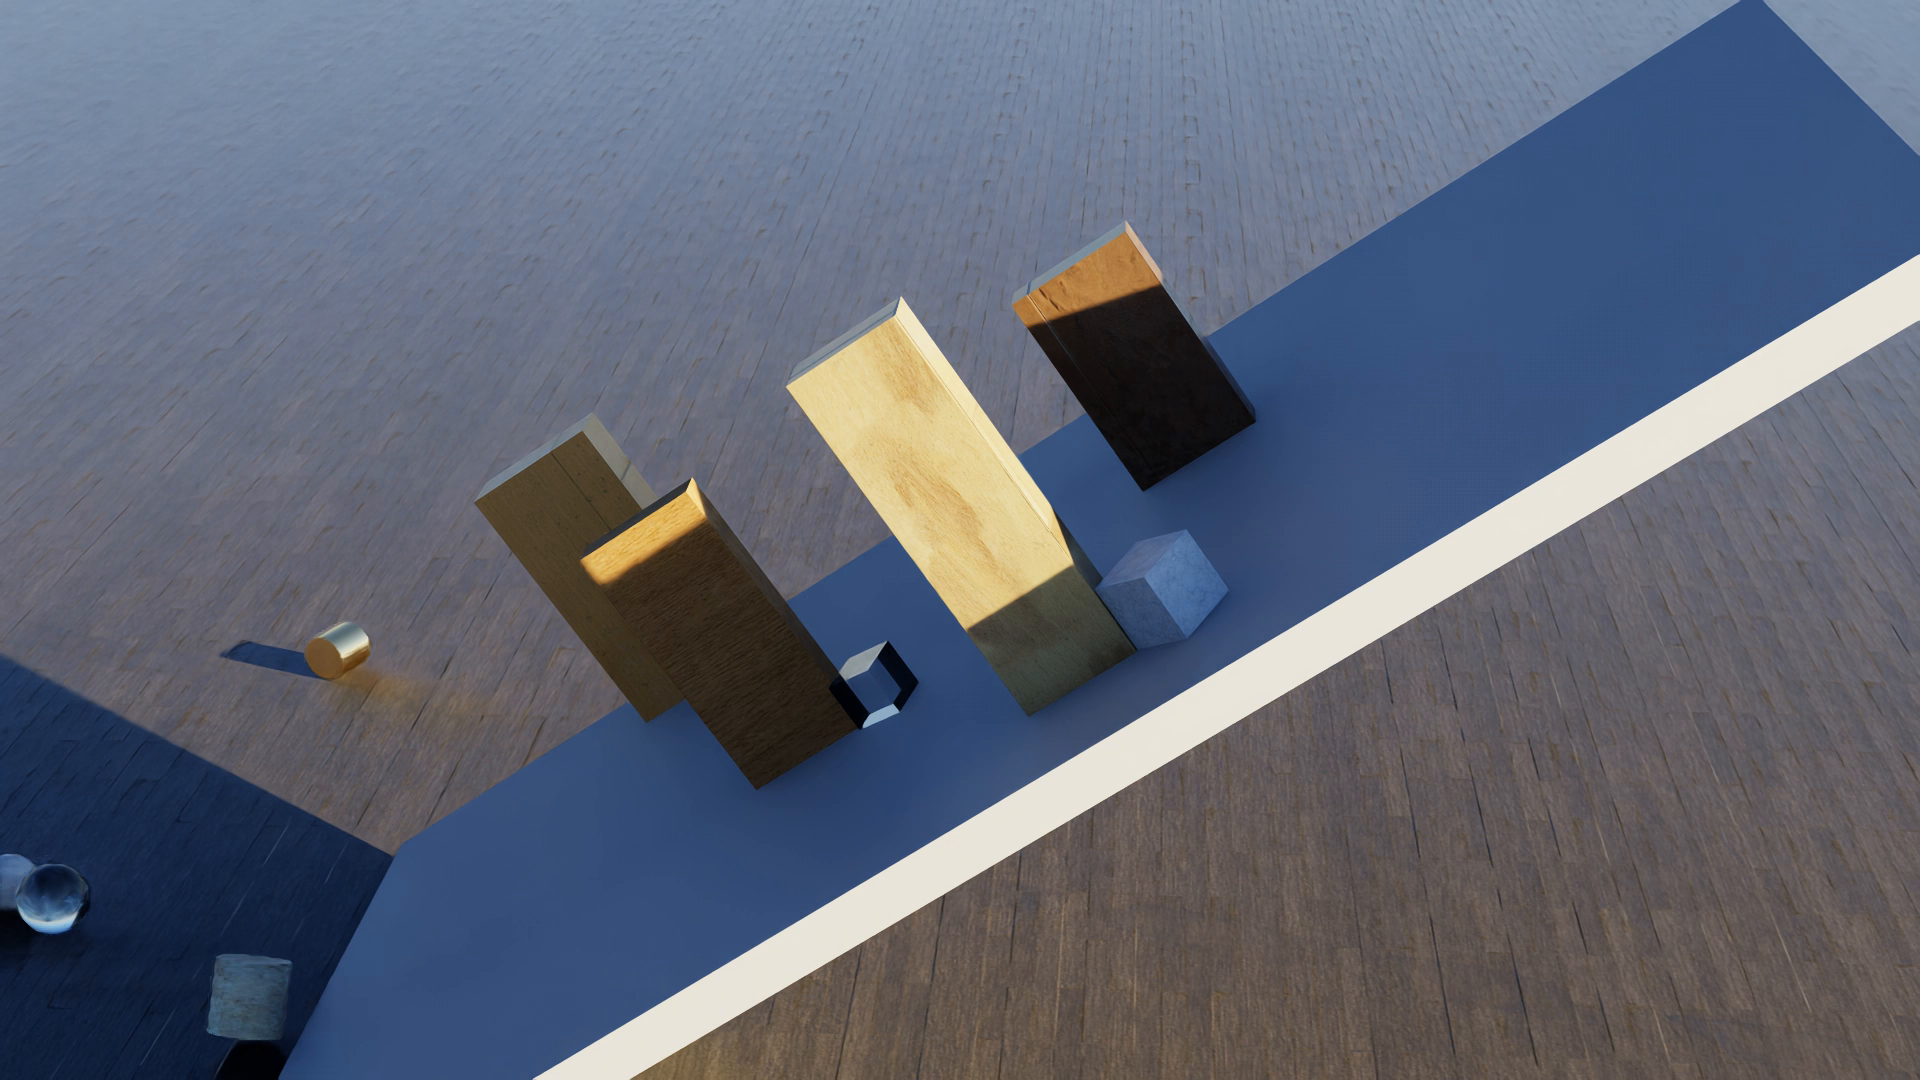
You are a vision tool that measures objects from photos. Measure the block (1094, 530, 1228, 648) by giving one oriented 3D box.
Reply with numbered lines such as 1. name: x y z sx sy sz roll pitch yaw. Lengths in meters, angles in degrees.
1. block: 0.380 0.093 5.541 0.147 0.147 0.147 -15 25 52

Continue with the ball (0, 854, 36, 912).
1. ball: -2.436 0.880 7.541 0.152 0.152 0.152 0 21 0

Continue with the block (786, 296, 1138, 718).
1. block: 0.011 -0.057 5.550 0.249 0.797 0.121 -32 16 15

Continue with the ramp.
1. ramp: 0.137 0.173 6.303 4.000 0.100 2.000 -32 16 15

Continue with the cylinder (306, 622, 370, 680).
1. cylinder: -1.895 0.338 8.964 0.138 0.138 0.138 11 21 26

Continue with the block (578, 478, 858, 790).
1. block: -0.496 0.202 6.199 0.280 0.629 0.084 -32 16 15

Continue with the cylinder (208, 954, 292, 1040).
1. cylinder: -1.664 1.071 6.893 0.175 0.175 0.175 6 -3 0

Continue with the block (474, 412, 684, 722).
1. block: -0.832 0.071 7.192 0.331 0.695 0.140 -32 16 15

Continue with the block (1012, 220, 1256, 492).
1. block: 0.374 -0.392 6.315 0.290 0.505 0.092 -32 16 15

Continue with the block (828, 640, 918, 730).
1. block: -0.182 0.306 6.190 0.114 0.114 0.114 -26 18 34

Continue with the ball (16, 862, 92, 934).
1. ball: -2.290 0.906 7.433 0.181 0.181 0.181 0 21 0
